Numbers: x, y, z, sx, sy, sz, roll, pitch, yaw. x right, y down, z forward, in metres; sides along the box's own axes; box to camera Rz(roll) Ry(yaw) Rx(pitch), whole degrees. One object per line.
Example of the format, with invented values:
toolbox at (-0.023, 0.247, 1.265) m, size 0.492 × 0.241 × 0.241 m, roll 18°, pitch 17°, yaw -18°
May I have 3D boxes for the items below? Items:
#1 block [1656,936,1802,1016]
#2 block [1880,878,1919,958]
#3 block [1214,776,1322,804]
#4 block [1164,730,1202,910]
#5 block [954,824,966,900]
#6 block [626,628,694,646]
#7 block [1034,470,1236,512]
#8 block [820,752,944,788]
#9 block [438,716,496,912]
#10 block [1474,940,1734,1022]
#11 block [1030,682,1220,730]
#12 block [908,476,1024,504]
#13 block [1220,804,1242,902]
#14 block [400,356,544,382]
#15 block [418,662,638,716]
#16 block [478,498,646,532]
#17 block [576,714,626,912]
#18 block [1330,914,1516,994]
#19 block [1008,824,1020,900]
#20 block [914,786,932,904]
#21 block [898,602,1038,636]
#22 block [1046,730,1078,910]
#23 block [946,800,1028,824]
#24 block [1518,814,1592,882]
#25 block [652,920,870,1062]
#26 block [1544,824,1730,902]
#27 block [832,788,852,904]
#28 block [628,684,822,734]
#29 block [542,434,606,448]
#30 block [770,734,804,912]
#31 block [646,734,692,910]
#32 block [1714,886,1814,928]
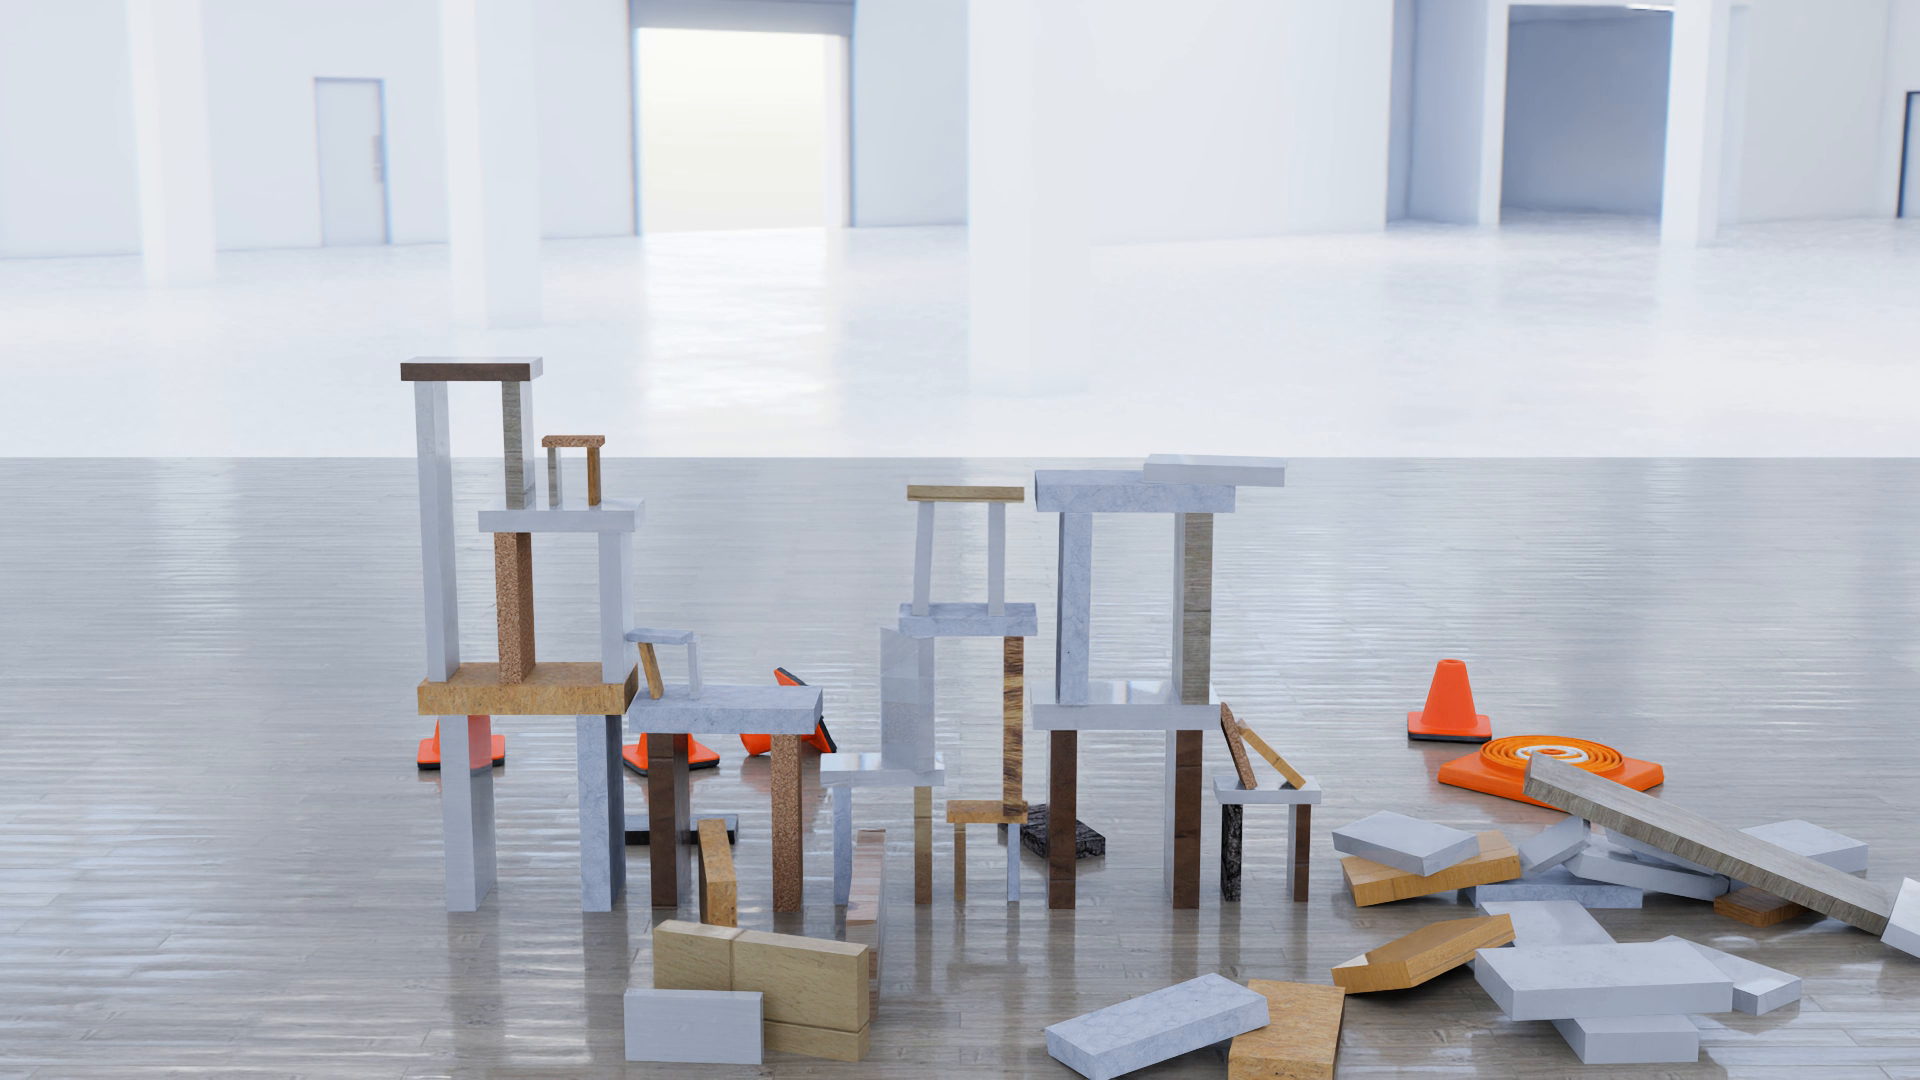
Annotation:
block at (1.122, 0.647, 3.276) m, size 0.111 × 0.031 × 0.221 m, roll -8°, pitch 13°, yaw -37°
block at (1.516, 0.600, 3.433) m, size 0.118 × 0.033 × 0.236 m, roll 24°, pitch 20°, yaw 23°
block at (0.507, 0.413, 3.639) m, size 0.167 × 0.024 × 0.084 m, roll 0°, pitch 11°, yaw 0°
block at (0.369, 0.441, 3.643) m, size 0.043 × 0.302 × 0.151 m, roll 0°, pitch 11°, yaw -1°
block at (0.000, 0.525, 3.656) m, size 0.019 × 0.133 × 0.067 m, roll 0°, pitch 11°, yaw 0°
block at (-0.487, 0.156, 3.574) m, size 0.095 × 0.014 × 0.048 m, roll 3°, pitch 11°, yaw 15°
block at (0.279, -0.080, 3.550) m, size 0.312 × 0.044 × 0.156 m, roll 0°, pitch 11°, yaw 0°
block at (-0.128, 0.379, 3.625) m, size 0.202 × 0.029 × 0.101 m, roll -1°, pitch 11°, yaw -3°
block at (-0.813, 0.428, 3.637) m, size 0.047 × 0.330 × 0.165 m, roll 0°, pitch 11°, yaw 0°
block at (0.910, 0.624, 3.120) m, size 0.315 × 0.045 × 0.158 m, roll -1°, pitch 11°, yaw -6°
block at (0.268, 0.271, 3.612) m, size 0.302 × 0.043 × 0.151 m, roll 0°, pitch 11°, yaw 0°
block at (0.011, -0.081, 3.538) m, size 0.186 × 0.026 × 0.093 m, roll 1°, pitch 10°, yaw 2°
block at (0.451, 0.507, 3.657) m, size 0.024 × 0.167 × 0.084 m, roll 0°, pitch 11°, yaw 0°
block at (-0.777, -0.273, 3.505) m, size 0.204 × 0.029 × 0.102 m, roll 0°, pitch 11°, yaw 1°
block at (-0.704, 0.242, 3.603) m, size 0.330 × 0.047 × 0.165 m, roll 0°, pitch 11°, yaw -1°
block at (-0.640, -0.041, 3.548) m, size 0.248 × 0.035 × 0.124 m, roll 0°, pitch 11°, yaw 0°
block at (-0.592, 0.428, 3.637) m, size 0.047 × 0.330 × 0.165 m, roll 0°, pitch 11°, yaw 0°
block at (0.694, 0.618, 3.286) m, size 0.274 × 0.039 × 0.137 m, roll -10°, pitch -6°, yaw -43°
block at (0.089, 0.525, 3.656) m, size 0.019 × 0.133 × 0.067 m, roll 0°, pitch 11°, yaw 0°
block at (-0.061, 0.491, 3.650) m, size 0.029 × 0.202 × 0.101 m, roll 0°, pitch 11°, yaw 0°
block at (0.013, 0.129, 3.585) m, size 0.222 × 0.031 × 0.111 m, roll 0°, pitch 10°, yaw 0°
block at (0.167, 0.441, 3.643) m, size 0.043 × 0.302 × 0.151 m, roll 0°, pitch 11°, yaw 0°
block at (0.045, 0.450, 3.642) m, size 0.133 × 0.019 × 0.067 m, roll 0°, pitch 11°, yaw 1°
block at (0.972, 0.500, 3.597) m, size 0.134 × 0.019 × 0.067 m, roll -39°, pitch 21°, yaw 35°
block at (-0.277, 0.625, 3.058) m, size 0.307 × 0.153 × 0.043 m, roll 4°, pitch 11°, yaw 19°
block at (1.115, 0.536, 3.639) m, size 0.272 × 0.039 × 0.136 m, roll 12°, pitch 11°, yaw -14°
block at (-0.195, 0.491, 3.650) m, size 0.029 × 0.202 × 0.101 m, roll 0°, pitch 11°, yaw -2°
block at (-0.381, 0.277, 3.603) m, size 0.299 × 0.042 × 0.149 m, roll 0°, pitch 11°, yaw 2°
block at (-0.621, -0.159, 3.533) m, size 0.095 × 0.013 × 0.047 m, roll 0°, pitch 11°, yaw -1°
block at (-0.285, 0.445, 3.631) m, size 0.042 × 0.299 × 0.149 m, roll 0°, pitch 11°, yaw -2°
block at (-0.480, 0.444, 3.637) m, size 0.042 × 0.299 × 0.149 m, roll 0°, pitch 11°, yaw 2°
block at (1.326, 0.591, 3.593) m, size 0.178 × 0.025 × 0.089 m, roll -7°, pitch 13°, yaw -34°
